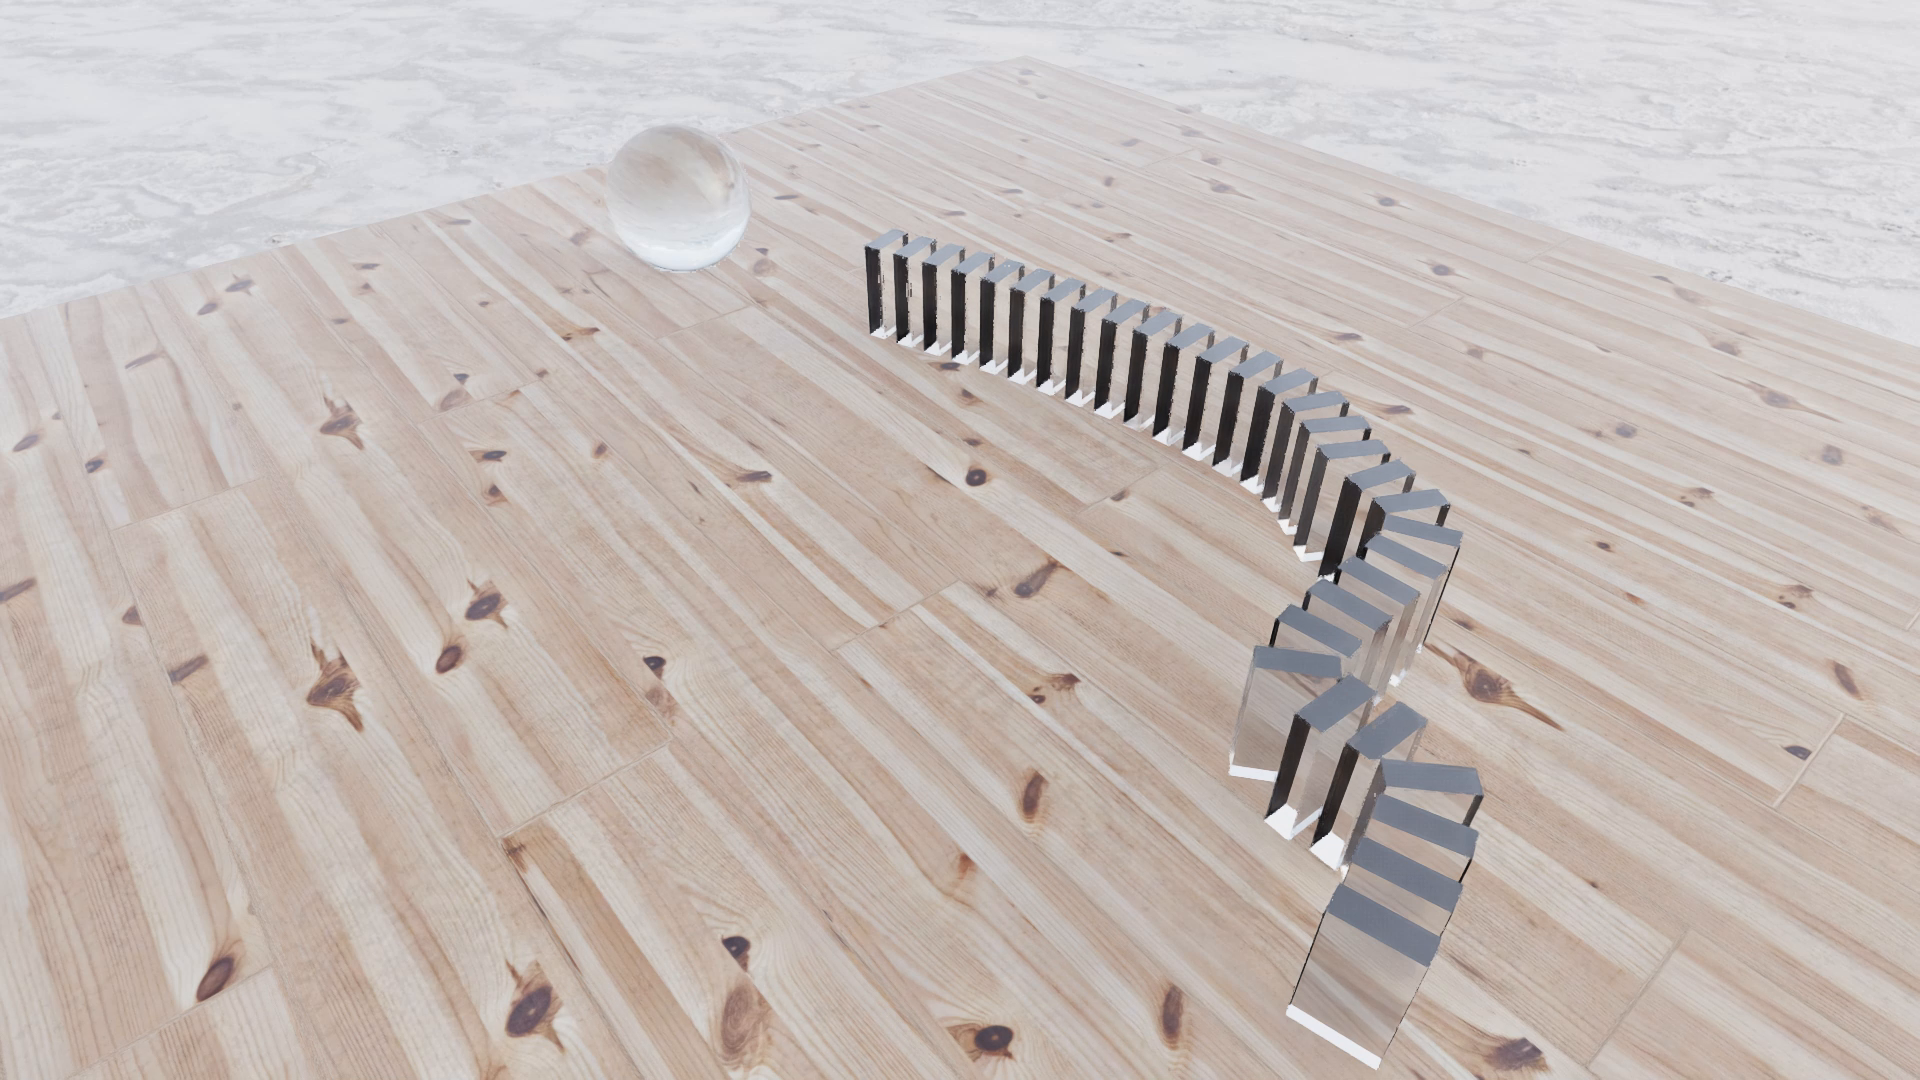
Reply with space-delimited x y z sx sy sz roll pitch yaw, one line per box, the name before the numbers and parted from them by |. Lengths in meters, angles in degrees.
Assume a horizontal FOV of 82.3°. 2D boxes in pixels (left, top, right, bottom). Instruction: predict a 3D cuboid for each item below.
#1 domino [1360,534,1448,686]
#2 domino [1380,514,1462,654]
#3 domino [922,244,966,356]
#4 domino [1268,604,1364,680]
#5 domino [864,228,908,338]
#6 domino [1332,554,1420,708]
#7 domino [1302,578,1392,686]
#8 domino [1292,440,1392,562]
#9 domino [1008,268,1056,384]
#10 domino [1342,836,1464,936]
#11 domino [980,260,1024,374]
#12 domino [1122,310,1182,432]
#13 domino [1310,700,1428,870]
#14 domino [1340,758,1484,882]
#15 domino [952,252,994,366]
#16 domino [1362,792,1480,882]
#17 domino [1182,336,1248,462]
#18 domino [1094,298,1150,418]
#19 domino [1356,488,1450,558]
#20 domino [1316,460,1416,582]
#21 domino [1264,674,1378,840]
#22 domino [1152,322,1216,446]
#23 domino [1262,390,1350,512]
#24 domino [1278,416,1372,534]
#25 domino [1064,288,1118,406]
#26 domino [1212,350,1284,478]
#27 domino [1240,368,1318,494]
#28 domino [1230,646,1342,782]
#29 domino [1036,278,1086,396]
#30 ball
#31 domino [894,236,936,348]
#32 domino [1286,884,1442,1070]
domino | 0.148 0.025 0.381 0.025 0.050 0.010 31 49 32
domino | 0.158 0.016 0.392 0.025 0.050 0.009 15 42 18
domino | -0.008 -0.122 0.561 0.009 0.050 0.025 21 44 24
domino | 0.111 0.047 0.354 0.025 0.050 0.009 30 48 32
domino | -0.037 -0.134 0.575 0.009 0.050 0.025 22 44 24
domino | 0.136 0.032 0.372 0.010 0.050 0.025 -30 48 -31
domino | 0.123 0.039 0.363 0.010 0.050 0.025 -30 48 -31
domino | 0.148 -0.015 0.430 0.025 0.050 0.009 -6 40 -7
domino | 0.035 -0.104 0.539 0.009 0.050 0.025 24 45 27
domino | 0.110 0.102 0.287 0.025 0.050 0.010 24 45 26
domino | 0.021 -0.111 0.546 0.010 0.050 0.025 23 45 26
domino | 0.088 -0.077 0.506 0.009 0.050 0.025 29 48 31
domino | 0.119 0.073 0.323 0.025 0.050 0.009 -26 46 -28
domino | 0.126 0.083 0.310 0.025 0.050 0.010 5 40 6
domino | 0.006 -0.116 0.554 0.010 0.050 0.025 22 44 25
domino | 0.120 0.093 0.298 0.025 0.050 0.010 20 43 22
domino | 0.113 -0.062 0.488 0.025 0.050 0.009 -32 49 -33
domino | 0.075 -0.085 0.515 0.010 0.050 0.025 28 47 30
domino | 0.160 0.005 0.405 0.025 0.050 0.009 -8 40 -9
domino | 0.154 -0.005 0.417 0.025 0.050 0.009 -16 42 -19
domino | 0.108 0.066 0.331 0.025 0.050 0.009 -26 46 -28
domino | 0.101 -0.070 0.497 0.010 0.050 0.025 32 49 33
domino | 0.143 -0.036 0.456 0.025 0.050 0.009 -11 41 -14
domino | 0.146 -0.026 0.443 0.025 0.050 0.010 -5 40 -6
domino | 0.062 -0.091 0.523 0.010 0.050 0.025 27 46 29
domino | 0.125 -0.054 0.478 0.025 0.050 0.009 -29 48 -31
domino | 0.135 -0.046 0.468 0.025 0.050 0.009 -23 44 -25
domino | 0.101 0.056 0.343 0.025 0.050 0.009 7 40 9
domino | 0.049 -0.098 0.531 0.010 0.050 0.025 25 46 27
ball | -0.159 -0.194 0.624 0.080 0.080 0.080 0 39 0
domino | -0.023 -0.128 0.568 0.010 0.050 0.025 21 44 24
domino | 0.100 0.110 0.277 0.025 0.050 0.009 25 46 27
